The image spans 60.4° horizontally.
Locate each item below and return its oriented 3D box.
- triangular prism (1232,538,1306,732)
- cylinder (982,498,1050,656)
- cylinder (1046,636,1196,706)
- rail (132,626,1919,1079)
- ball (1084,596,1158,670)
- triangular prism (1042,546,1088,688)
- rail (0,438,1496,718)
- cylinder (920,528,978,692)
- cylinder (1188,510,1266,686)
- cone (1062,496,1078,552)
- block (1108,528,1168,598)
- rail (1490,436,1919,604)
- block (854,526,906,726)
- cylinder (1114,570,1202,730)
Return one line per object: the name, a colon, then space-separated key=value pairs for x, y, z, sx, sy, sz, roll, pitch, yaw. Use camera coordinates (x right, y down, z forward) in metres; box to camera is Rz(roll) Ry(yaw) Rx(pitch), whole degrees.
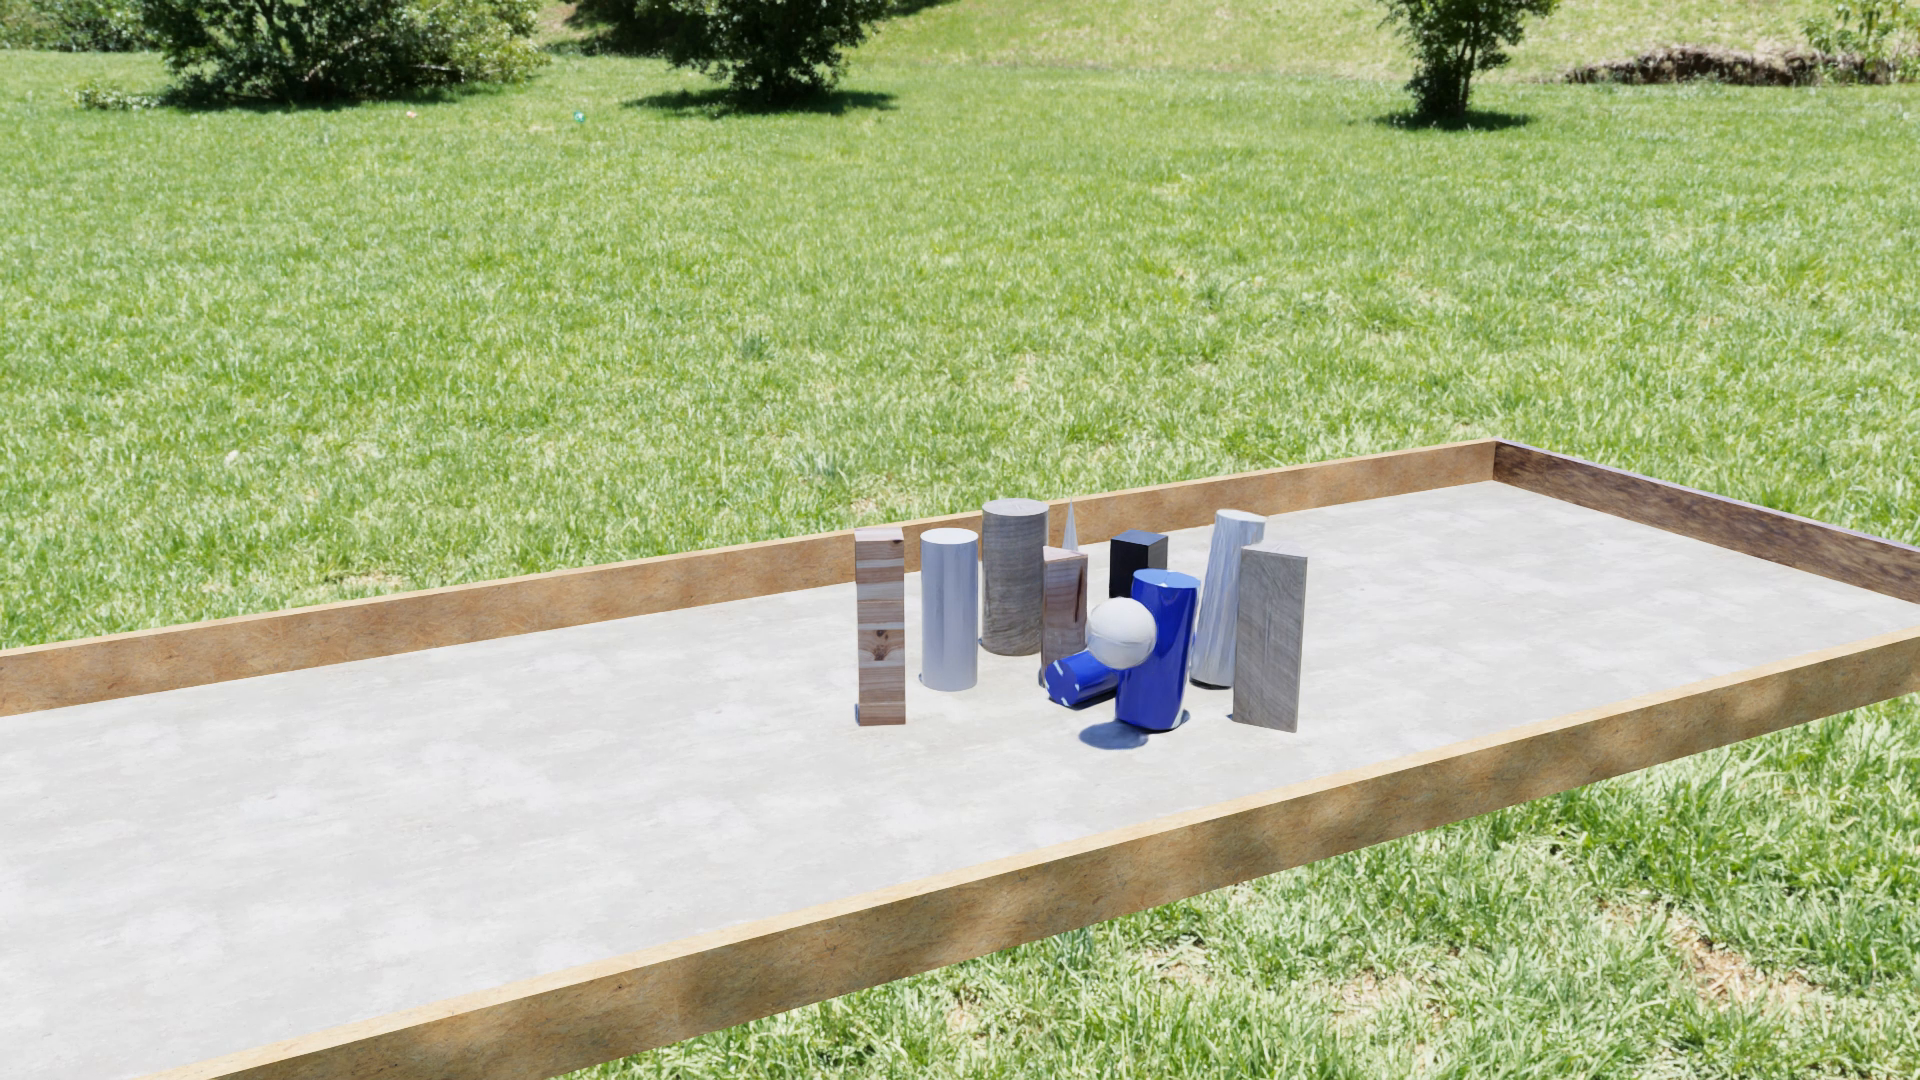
triangular prism: x=0.743 y=0.216 z=3.860 sx=0.154 sy=0.428 sz=0.134 roll=8 pitch=18 yaw=27
cylinder: x=0.145 y=0.097 z=4.345 sx=0.174 sy=0.383 sz=0.174 roll=0 pitch=16 yaw=0
cylinder: x=0.407 y=0.305 z=4.117 sx=0.438 sy=0.114 sz=0.114 roll=-14 pitch=22 yaw=-40
rail: x=-2.336 y=1.006 z=1.665 sx=12.000 sy=0.150 sz=0.050 roll=-9 pitch=18 yaw=-27
ball: x=0.362 y=0.210 z=3.719 sx=0.164 sy=0.164 sz=0.164 roll=0 pitch=16 yaw=0
triangular prism: x=0.237 y=0.188 z=4.125 sx=0.123 sy=0.332 sz=0.107 roll=-9 pitch=18 yaw=-27
rail: x=-3.305 y=0.497 z=3.399 sx=12.000 sy=0.150 sz=0.050 roll=-9 pitch=18 yaw=-27
cylinder: x=-0.026 y=0.172 z=4.092 sx=0.142 sy=0.381 sz=0.142 roll=0 pitch=16 yaw=0
cylinder: x=0.665 y=0.143 z=4.100 sx=0.124 sy=0.418 sz=0.124 roll=7 pitch=12 yaw=-2
cone: x=0.309 y=0.039 z=4.625 sx=0.102 sy=0.337 sz=0.102 roll=0 pitch=16 yaw=0
block: x=0.469 y=0.138 z=4.349 sx=0.112 sy=0.303 sz=0.112 roll=11 pitch=20 yaw=33
rail: x=2.466 y=-0.048 z=5.253 sx=0.050 sy=0.150 sz=2.100 roll=-9 pitch=18 yaw=-27
block: x=-0.187 y=0.203 z=3.859 sx=0.109 sy=0.453 sz=0.109 roll=-2 pitch=16 yaw=-5
cylinder: x=0.461 y=0.254 z=3.855 sx=0.158 sy=0.342 sz=0.158 roll=6 pitch=14 yaw=-2
